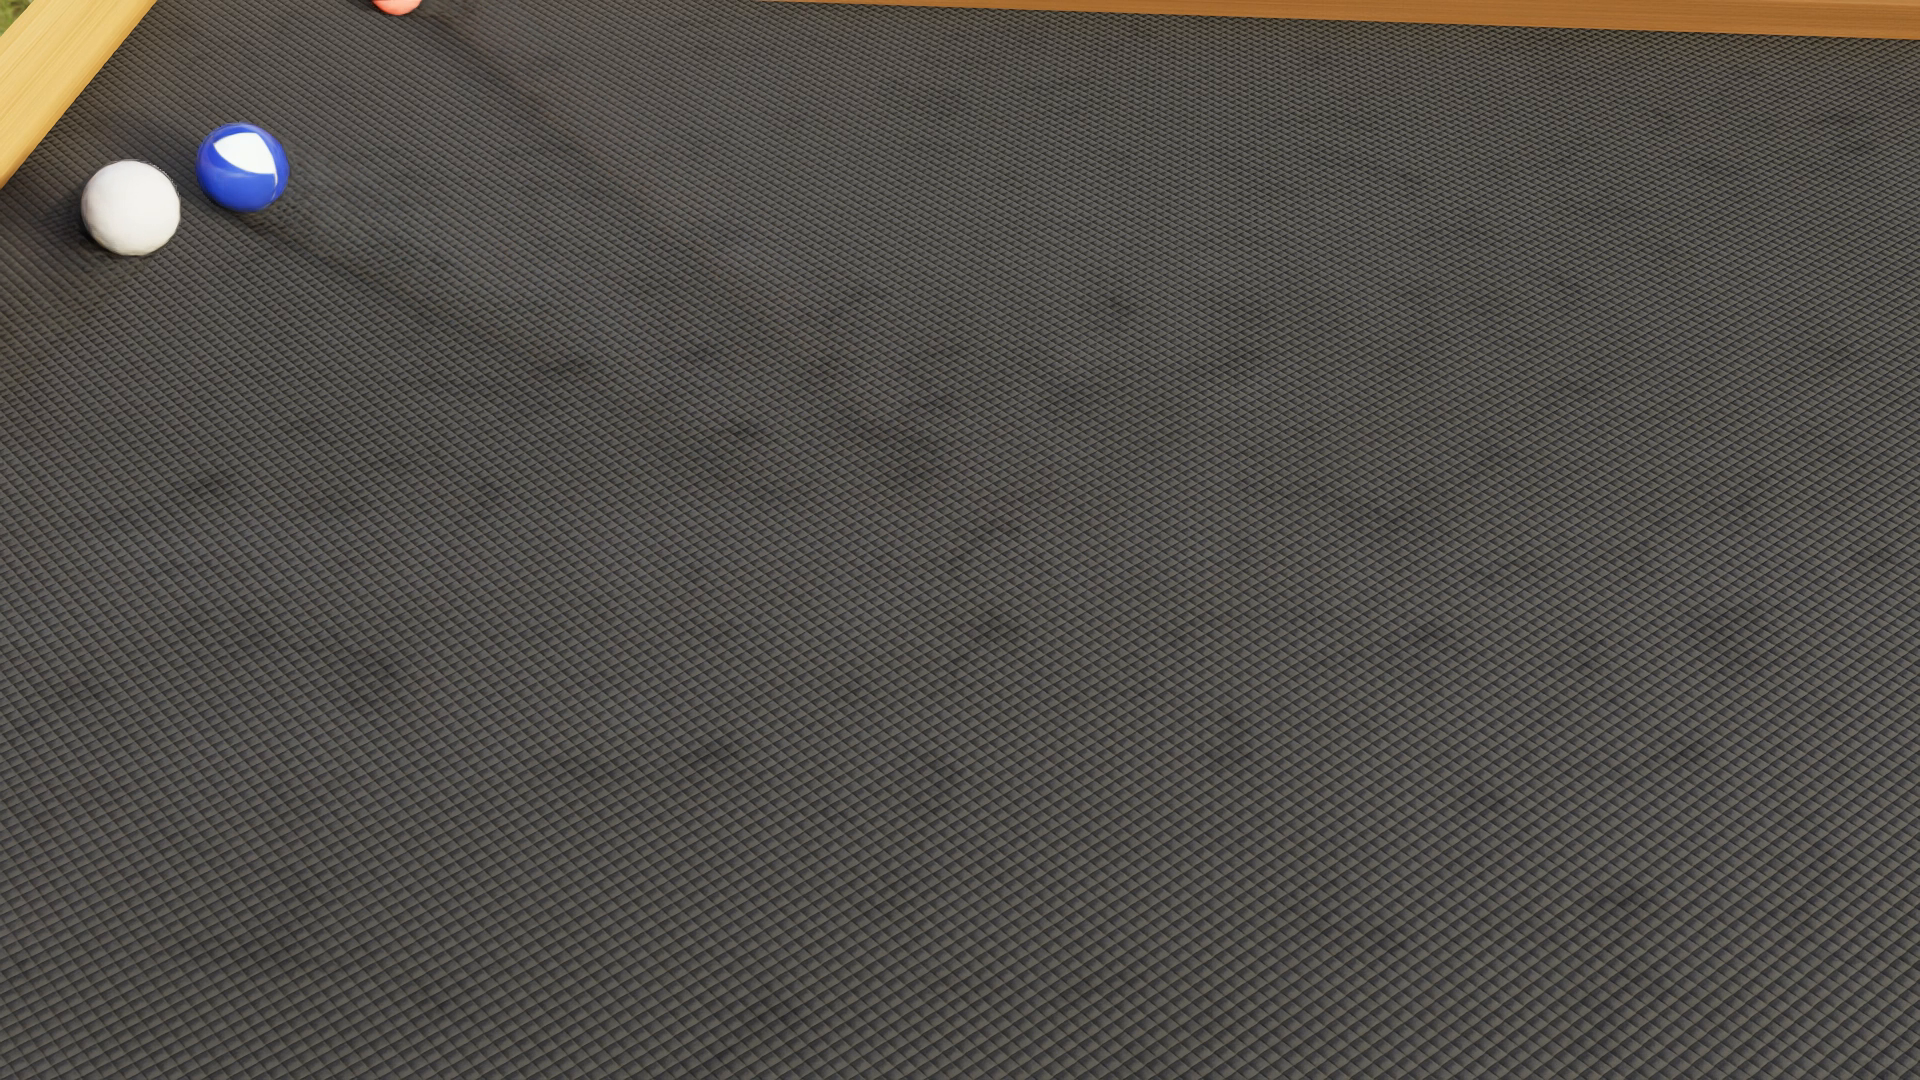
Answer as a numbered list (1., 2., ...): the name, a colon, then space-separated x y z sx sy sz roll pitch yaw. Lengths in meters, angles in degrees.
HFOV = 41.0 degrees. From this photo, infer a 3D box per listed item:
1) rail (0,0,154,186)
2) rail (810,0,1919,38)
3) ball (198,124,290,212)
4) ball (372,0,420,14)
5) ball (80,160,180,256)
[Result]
1. rail: -0.863 -0.059 1.804 0.045 0.114 1.941 3 36 4
2. rail: 0.964 -0.522 2.455 3.559 0.114 0.045 3 36 4
3. ball: -0.615 -0.319 2.204 0.076 0.076 0.076 0 35 0
4. ball: -0.559 -0.549 2.545 0.055 0.055 0.055 0 35 0
5. ball: -0.692 -0.276 2.141 0.079 0.079 0.079 0 35 0
